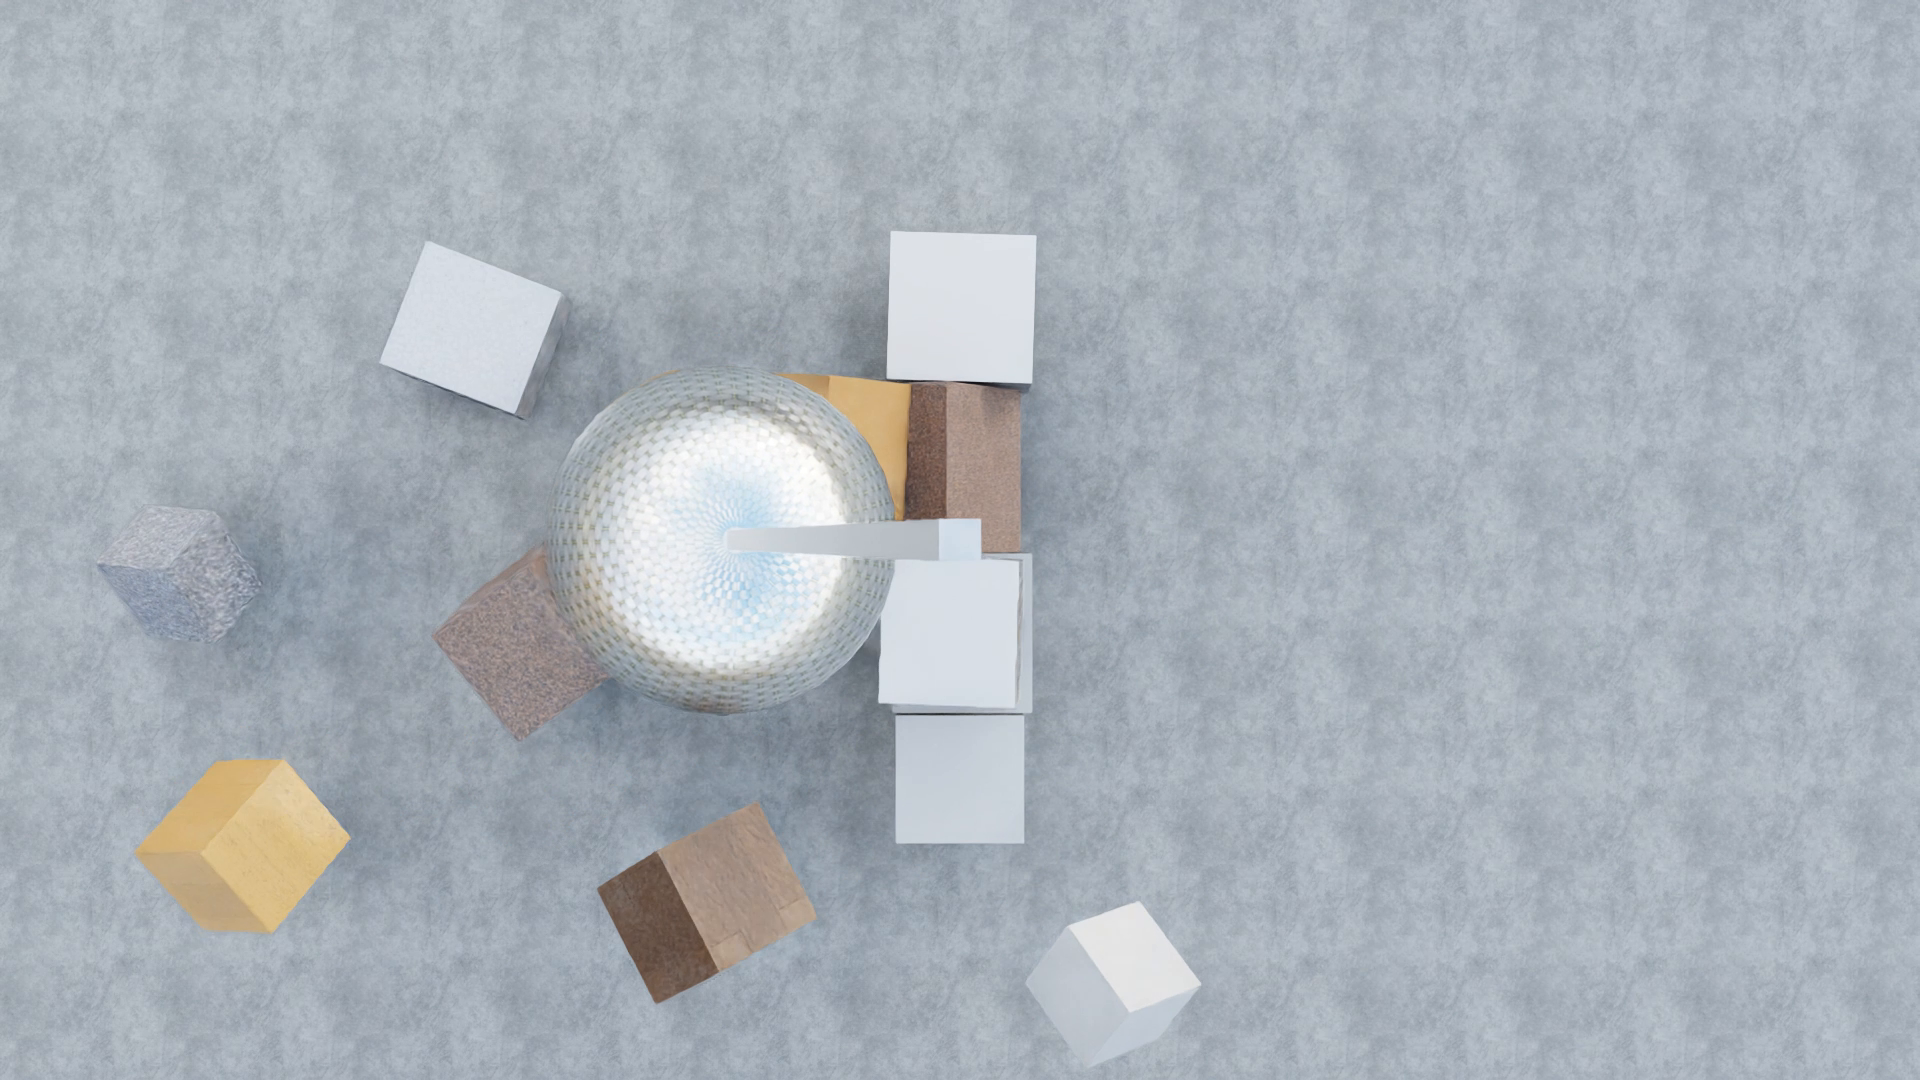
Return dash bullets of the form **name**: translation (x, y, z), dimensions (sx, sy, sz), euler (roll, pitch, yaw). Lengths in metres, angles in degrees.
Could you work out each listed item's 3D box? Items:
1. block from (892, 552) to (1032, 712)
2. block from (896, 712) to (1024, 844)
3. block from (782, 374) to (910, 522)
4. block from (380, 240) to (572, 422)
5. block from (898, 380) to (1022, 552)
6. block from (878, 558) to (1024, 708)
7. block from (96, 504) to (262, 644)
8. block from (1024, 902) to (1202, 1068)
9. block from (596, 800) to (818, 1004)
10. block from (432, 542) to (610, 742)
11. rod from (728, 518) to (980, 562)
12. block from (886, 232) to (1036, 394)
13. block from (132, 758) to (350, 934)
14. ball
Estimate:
- **block**: translation (0.013, 0.519, 12.619), dimensions (0.778, 0.763, 0.887), euler (0, 90, 0)
- **block**: translation (-0.001, 1.325, 12.584), dimensions (0.710, 0.832, 0.705), euler (0, 90, 0)
- **block**: translation (-0.916, -0.412, 11.798), dimensions (0.983, 0.808, 0.921), euler (4, 92, 29)
- **block**: translation (-2.753, -1.179, 12.575), dimensions (0.792, 0.712, 0.729), euler (21, 88, -5)
- **block**: translation (-0.286, -0.393, 12.392), dimensions (0.974, 0.847, 0.918), euler (0, 90, 29)
- **block**: translation (-0.036, 0.480, 11.841), dimensions (0.710, 0.750, 0.767), euler (2, 90, 4)
- **block**: translation (-4.433, 0.195, 12.514), dimensions (0.522, 0.594, 0.475), euler (4, 46, 26)
- **block**: translation (0.762, 2.219, 10.998), dimensions (0.533, 0.527, 0.478), euler (52, 130, 27)
- **block**: translation (-1.334, 1.907, 11.565), dimensions (0.680, 0.710, 0.688), euler (-23, 82, -42)
- **block**: translation (-2.378, 0.530, 12.470), dimensions (0.694, 0.783, 0.766), euler (-35, 100, 12)
- **rod**: translation (-0.470, 0.000, 6.699), dimensions (0.080, 5.200, 0.080), euler (0, 90, -10)
- **block**: translation (0.008, -1.283, 12.561), dimensions (0.803, 0.878, 0.815), euler (2, 90, 0)
- **block**: translation (-3.930, 1.674, 12.058), dimensions (0.652, 0.699, 0.621), euler (-6, 127, 39)
- **ball**: translation (-1.084, 0.000, 10.043), dimensions (1.600, 1.600, 1.600), euler (0, 90, 0)
